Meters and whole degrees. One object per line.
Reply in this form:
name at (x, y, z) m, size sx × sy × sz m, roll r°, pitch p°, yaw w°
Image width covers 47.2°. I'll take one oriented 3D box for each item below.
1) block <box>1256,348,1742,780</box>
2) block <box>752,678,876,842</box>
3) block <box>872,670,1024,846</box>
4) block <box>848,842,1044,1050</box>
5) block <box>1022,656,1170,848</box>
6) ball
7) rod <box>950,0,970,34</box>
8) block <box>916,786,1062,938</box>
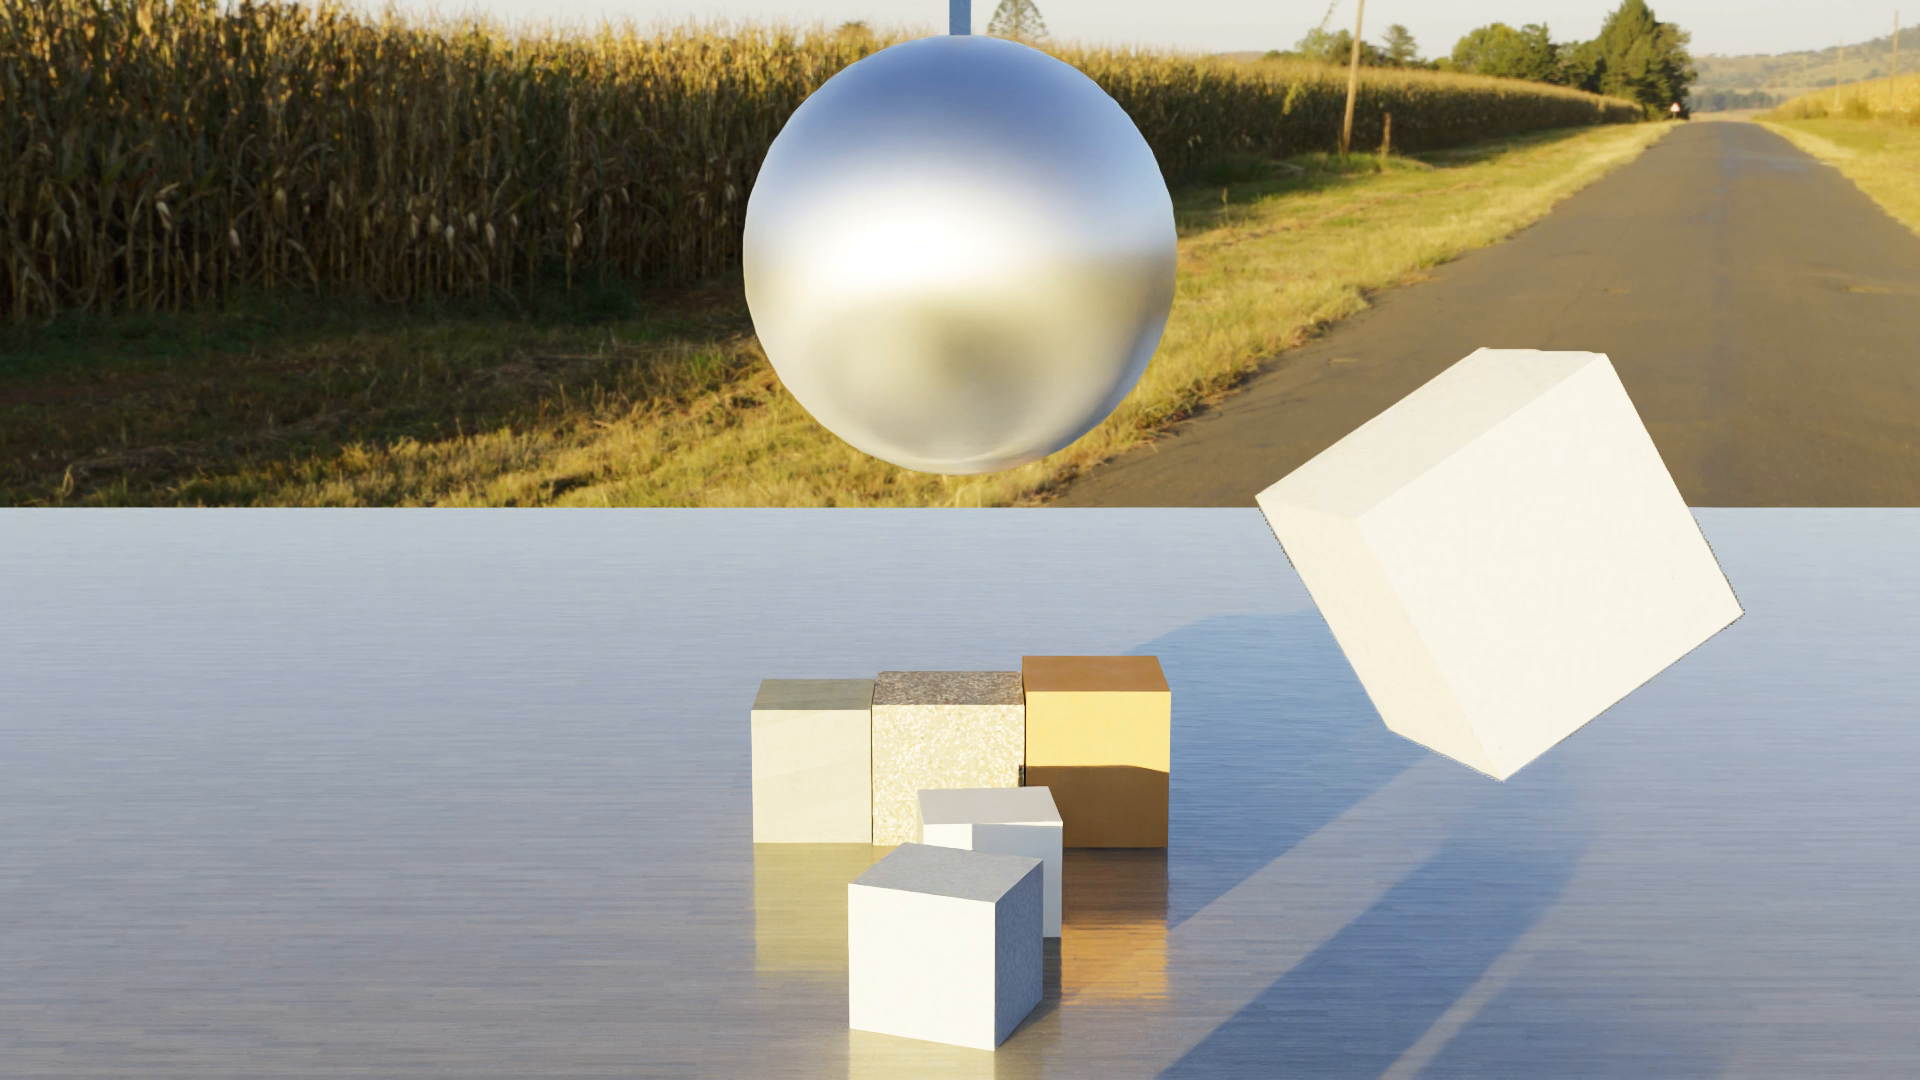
block at (1.224, 0.030, 5.073) m, size 0.671 × 0.680 × 0.604 m, roll -33°, pitch 12°, yaw -8°
block at (-0.747, 1.134, 11.395) m, size 0.597 × 0.691 × 0.650 m, roll 0°, pitch 10°, yaw 0°
block at (-0.058, 1.118, 11.386) m, size 0.758 × 0.727 × 0.721 m, roll 0°, pitch 10°, yaw 0°
block at (-0.050, 1.630, 8.908) m, size 0.618 × 0.605 × 0.571 m, roll 4°, pitch 11°, yaw 21°
block at (0.688, 1.080, 11.381) m, size 0.715 × 0.803 × 0.783 m, roll 0°, pitch 10°, yaw 0°
ball at (0.000, -1.040, 8.095) m, size 1.600 × 1.600 × 1.600 m, roll 0°, pitch 10°, yaw 0°
rod at (0.000, -4.273, 9.149) m, size 0.080 × 5.200 × 0.080 m, roll 0°, pitch -18°, yaw 0°
block at (0.126, 1.465, 10.017) m, size 0.613 × 0.534 × 0.543 m, roll -1°, pitch 10°, yaw -4°
